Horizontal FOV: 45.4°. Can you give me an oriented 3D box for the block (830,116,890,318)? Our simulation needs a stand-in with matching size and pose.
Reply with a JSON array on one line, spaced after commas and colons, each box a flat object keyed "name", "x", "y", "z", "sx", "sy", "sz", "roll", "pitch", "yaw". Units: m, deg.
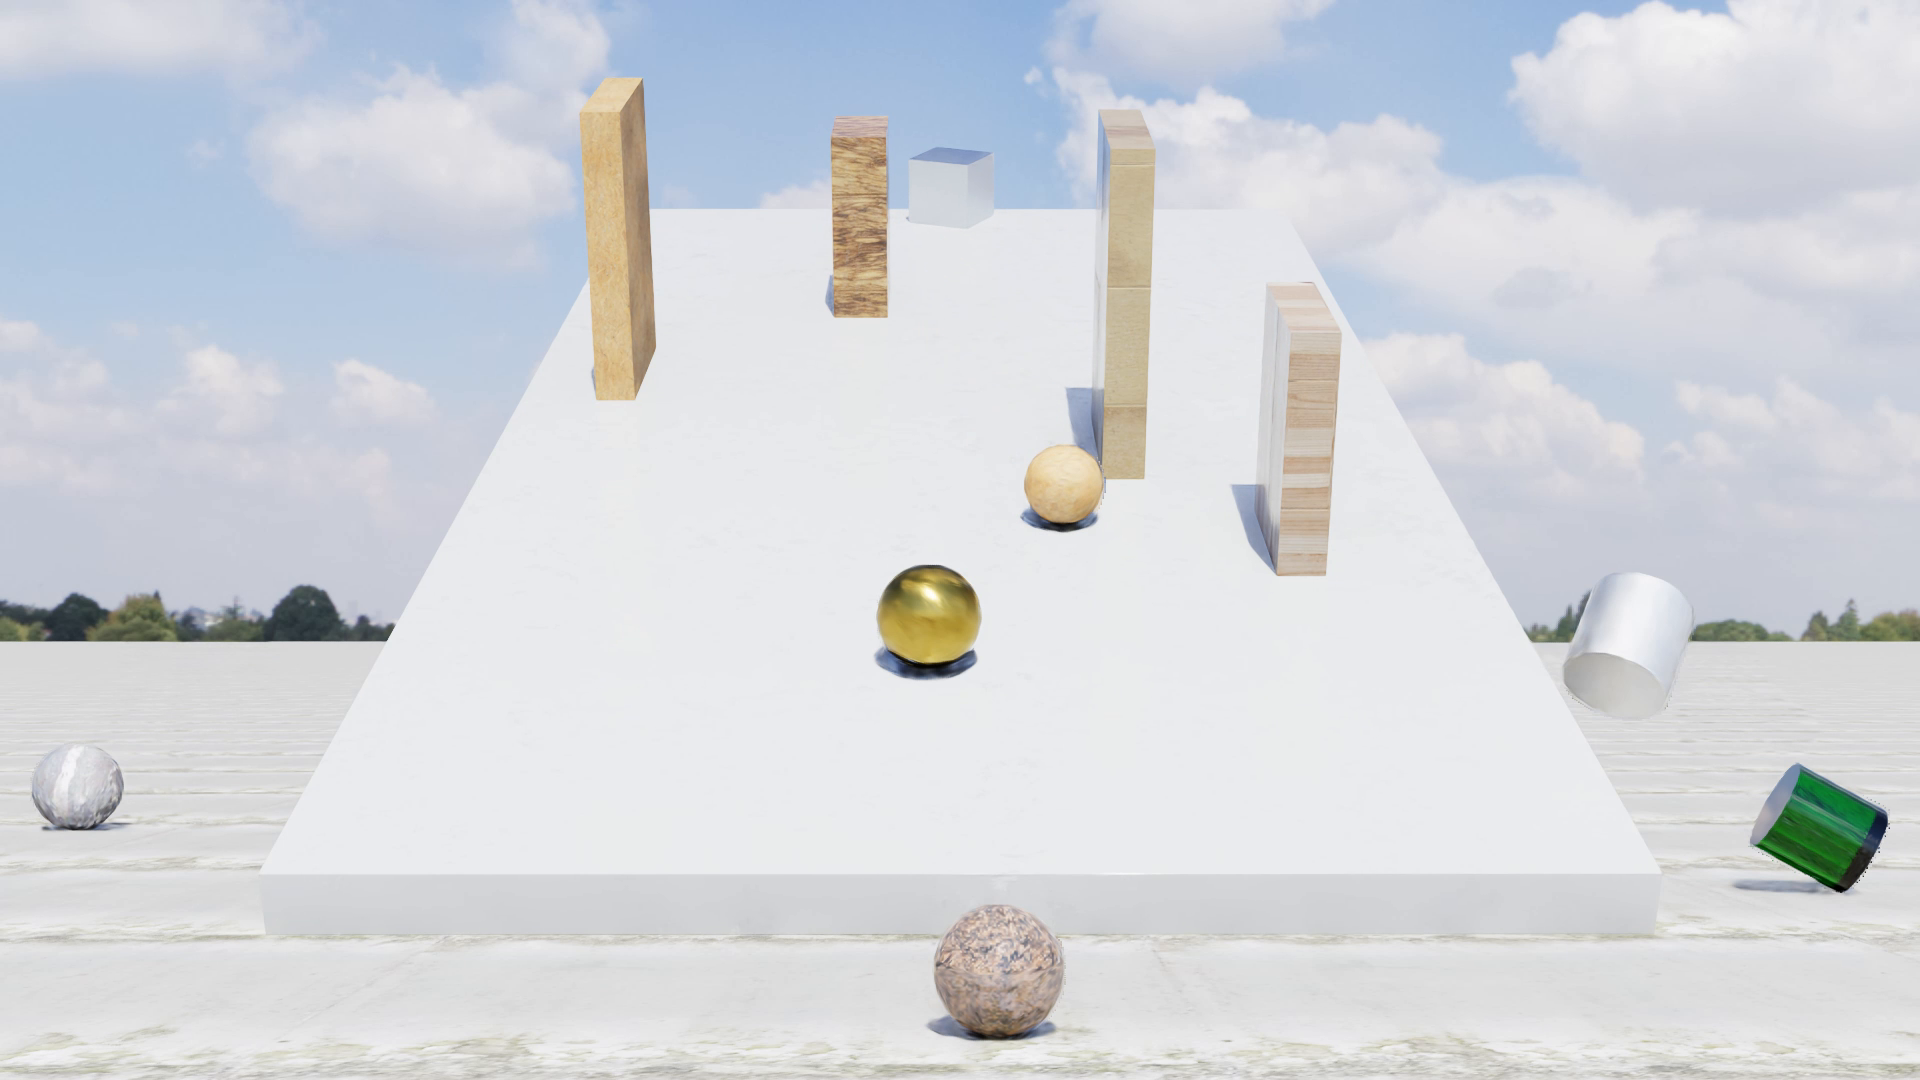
[{"name": "block", "x": -0.254, "y": -0.837, "z": 5.924, "sx": 0.138, "sy": 0.466, "sz": 0.272, "roll": 0, "pitch": 22, "yaw": 0}]

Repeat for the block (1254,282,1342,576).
[{"name": "block", "x": 0.639, "y": -0.216, "z": 4.360, "sx": 0.092, "sy": 0.474, "sz": 0.343, "roll": 0, "pitch": 22, "yaw": 0}]

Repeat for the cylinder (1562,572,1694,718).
[{"name": "cylinder", "x": 1.134, "y": 0.178, "z": 3.890, "sx": 0.177, "sy": 0.177, "sz": 0.177, "roll": 22, "pitch": -31, "yaw": 14}]

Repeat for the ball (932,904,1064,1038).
[{"name": "ball", "x": 0.042, "y": 0.463, "z": 2.467, "sx": 0.142, "sy": 0.142, "sz": 0.142, "roll": 0, "pitch": -2, "yaw": 0}]

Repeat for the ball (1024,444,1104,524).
[{"name": "ball", "x": 0.205, "y": -0.110, "z": 4.521, "sx": 0.157, "sy": 0.157, "sz": 0.157, "roll": 0, "pitch": -2, "yaw": 0}]

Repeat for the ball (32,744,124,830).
[{"name": "ball", "x": -1.955, "y": 0.547, "z": 5.081, "sx": 0.191, "sy": 0.191, "sz": 0.191, "roll": 0, "pitch": -2, "yaw": 0}]

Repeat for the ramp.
[{"name": "ramp", "x": -0.006, "y": -0.219, "z": 5.141, "sx": 2.000, "sy": 0.100, "sz": 4.000, "roll": 0, "pitch": 22, "yaw": 0}]

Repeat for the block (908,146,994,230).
[{"name": "block", "x": -0.025, "y": -1.050, "z": 6.830, "sx": 0.191, "sy": 0.191, "sz": 0.191, "roll": 10, "pitch": 24, "yaw": 23}]

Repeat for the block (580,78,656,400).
[{"name": "block", "x": -0.789, "y": -0.703, "z": 5.322, "sx": 0.088, "sy": 0.662, "sz": 0.413, "roll": 0, "pitch": 22, "yaw": 0}]

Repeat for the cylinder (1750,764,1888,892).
[{"name": "cylinder", "x": 1.437, "y": 0.482, "z": 3.837, "sx": 0.158, "sy": 0.158, "sz": 0.158, "roll": 29, "pitch": 2, "yaw": 9}]

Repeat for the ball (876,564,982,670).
[{"name": "ball", "x": -0.052, "y": 0.129, "z": 3.890, "sx": 0.179, "sy": 0.179, "sz": 0.179, "roll": 0, "pitch": -2, "yaw": 0}]

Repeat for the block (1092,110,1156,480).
[{"name": "block", "x": 0.340, "y": -0.522, "z": 4.831, "sx": 0.089, "sy": 0.693, "sz": 0.399, "roll": 0, "pitch": 22, "yaw": 0}]
